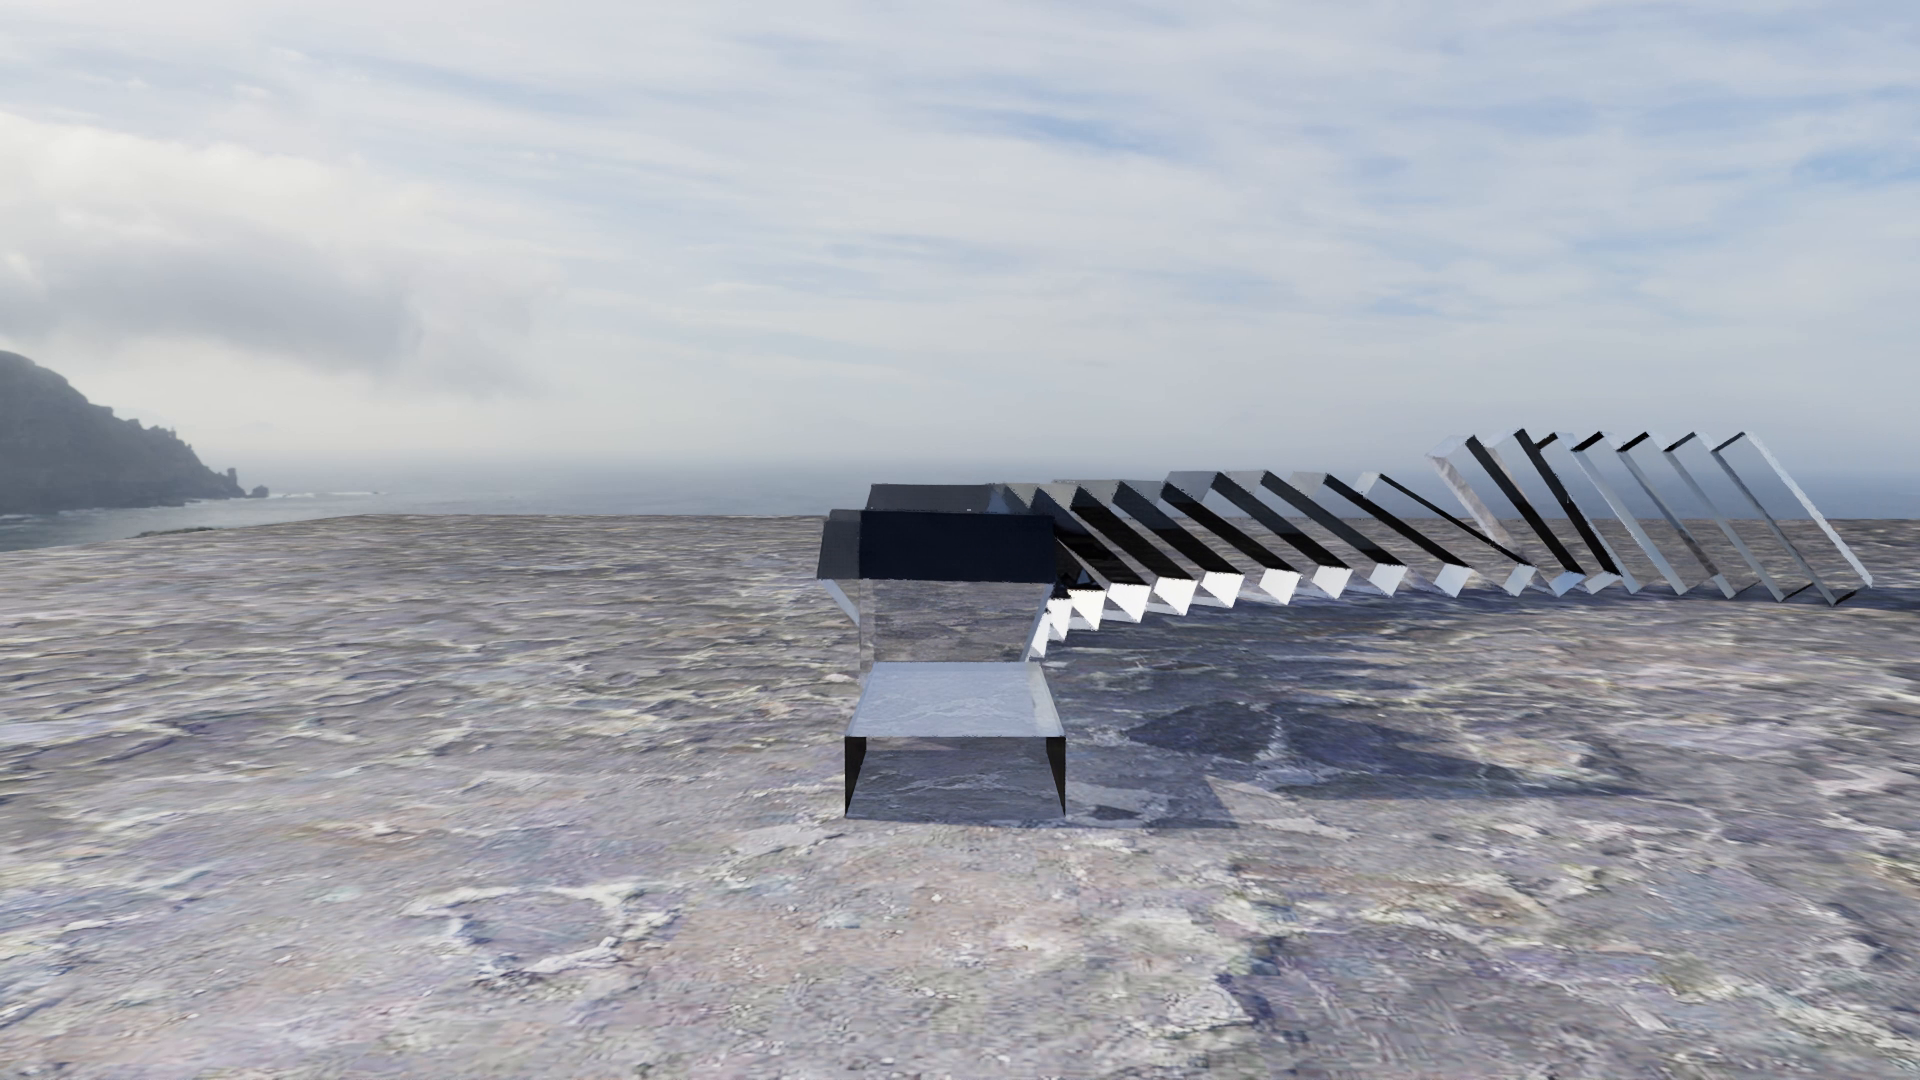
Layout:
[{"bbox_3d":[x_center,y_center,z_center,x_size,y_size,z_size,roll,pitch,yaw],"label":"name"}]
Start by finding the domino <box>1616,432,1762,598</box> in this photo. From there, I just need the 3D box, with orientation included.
[{"bbox_3d":[0.209,-0.008,0.366,0.009,0.050,0.025,-41,-21,32],"label":"domino"}]

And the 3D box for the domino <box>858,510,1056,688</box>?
[{"bbox_3d":[-0.002,0.010,0.188,0.025,0.009,0.050,1,-22,-4],"label":"domino"}]

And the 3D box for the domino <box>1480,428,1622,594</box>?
[{"bbox_3d":[0.171,-0.009,0.375,0.009,0.050,0.025,-33,-2,11],"label":"domino"}]

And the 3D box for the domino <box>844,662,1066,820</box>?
[{"bbox_3d":[-0.001,0.025,0.170,0.025,0.010,0.050,0,4,0],"label":"domino"}]

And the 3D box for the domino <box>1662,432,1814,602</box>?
[{"bbox_3d":[0.218,-0.007,0.358,0.010,0.050,0.025,-41,-21,32],"label":"domino"}]

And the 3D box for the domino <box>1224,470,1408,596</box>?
[{"bbox_3d":[0.097,-0.002,0.358,0.050,0.009,0.025,32,-5,-13],"label":"domino"}]

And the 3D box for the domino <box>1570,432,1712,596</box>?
[{"bbox_3d":[0.200,-0.009,0.373,0.010,0.050,0.025,-41,-21,32],"label":"domino"}]

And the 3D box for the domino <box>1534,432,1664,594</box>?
[{"bbox_3d":[0.189,-0.009,0.378,0.010,0.050,0.025,-41,-20,32],"label":"domino"}]

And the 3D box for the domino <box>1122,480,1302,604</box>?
[{"bbox_3d":[0.064,0.000,0.341,0.050,0.009,0.025,31,-10,-24],"label":"domino"}]

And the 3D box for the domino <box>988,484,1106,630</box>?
[{"bbox_3d":[0.009,0.004,0.278,0.025,0.010,0.050,0,-27,33],"label":"domino"}]

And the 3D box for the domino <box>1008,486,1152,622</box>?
[{"bbox_3d":[0.020,0.004,0.297,0.025,0.009,0.050,3,-25,42],"label":"domino"}]

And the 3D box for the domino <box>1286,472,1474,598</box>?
[{"bbox_3d":[0.117,-0.002,0.364,0.050,0.009,0.025,32,0,-8],"label":"domino"}]

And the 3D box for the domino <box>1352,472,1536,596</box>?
[{"bbox_3d":[0.138,-0.002,0.369,0.050,0.010,0.025,32,7,3],"label":"domino"}]

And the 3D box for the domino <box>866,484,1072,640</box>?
[{"bbox_3d":[0.003,0.005,0.258,0.025,0.010,0.050,2,-27,25],"label":"domino"}]

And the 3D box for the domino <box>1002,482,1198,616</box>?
[{"bbox_3d":[0.033,0.002,0.313,0.025,0.010,0.050,5,-23,49],"label":"domino"}]

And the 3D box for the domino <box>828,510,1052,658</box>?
[{"bbox_3d":[-0.003,0.009,0.242,0.025,0.009,0.050,2,-22,25],"label":"domino"}]

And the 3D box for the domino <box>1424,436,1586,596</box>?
[{"bbox_3d":[0.156,-0.008,0.369,0.010,0.050,0.025,-39,-1,8],"label":"domino"}]

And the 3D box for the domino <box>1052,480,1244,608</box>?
[{"bbox_3d":[0.047,0.001,0.327,0.050,0.010,0.025,33,-17,-32],"label":"domino"}]

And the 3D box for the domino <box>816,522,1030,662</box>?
[{"bbox_3d":[-0.004,0.011,0.217,0.025,0.009,0.050,1,-22,13],"label":"domino"}]

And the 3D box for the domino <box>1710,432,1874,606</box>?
[{"bbox_3d":[0.227,-0.007,0.351,0.010,0.050,0.025,-41,-21,32],"label":"domino"}]

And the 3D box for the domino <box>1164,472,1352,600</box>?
[{"bbox_3d":[0.080,-0.001,0.350,0.050,0.010,0.025,33,-9,-19],"label":"domino"}]
